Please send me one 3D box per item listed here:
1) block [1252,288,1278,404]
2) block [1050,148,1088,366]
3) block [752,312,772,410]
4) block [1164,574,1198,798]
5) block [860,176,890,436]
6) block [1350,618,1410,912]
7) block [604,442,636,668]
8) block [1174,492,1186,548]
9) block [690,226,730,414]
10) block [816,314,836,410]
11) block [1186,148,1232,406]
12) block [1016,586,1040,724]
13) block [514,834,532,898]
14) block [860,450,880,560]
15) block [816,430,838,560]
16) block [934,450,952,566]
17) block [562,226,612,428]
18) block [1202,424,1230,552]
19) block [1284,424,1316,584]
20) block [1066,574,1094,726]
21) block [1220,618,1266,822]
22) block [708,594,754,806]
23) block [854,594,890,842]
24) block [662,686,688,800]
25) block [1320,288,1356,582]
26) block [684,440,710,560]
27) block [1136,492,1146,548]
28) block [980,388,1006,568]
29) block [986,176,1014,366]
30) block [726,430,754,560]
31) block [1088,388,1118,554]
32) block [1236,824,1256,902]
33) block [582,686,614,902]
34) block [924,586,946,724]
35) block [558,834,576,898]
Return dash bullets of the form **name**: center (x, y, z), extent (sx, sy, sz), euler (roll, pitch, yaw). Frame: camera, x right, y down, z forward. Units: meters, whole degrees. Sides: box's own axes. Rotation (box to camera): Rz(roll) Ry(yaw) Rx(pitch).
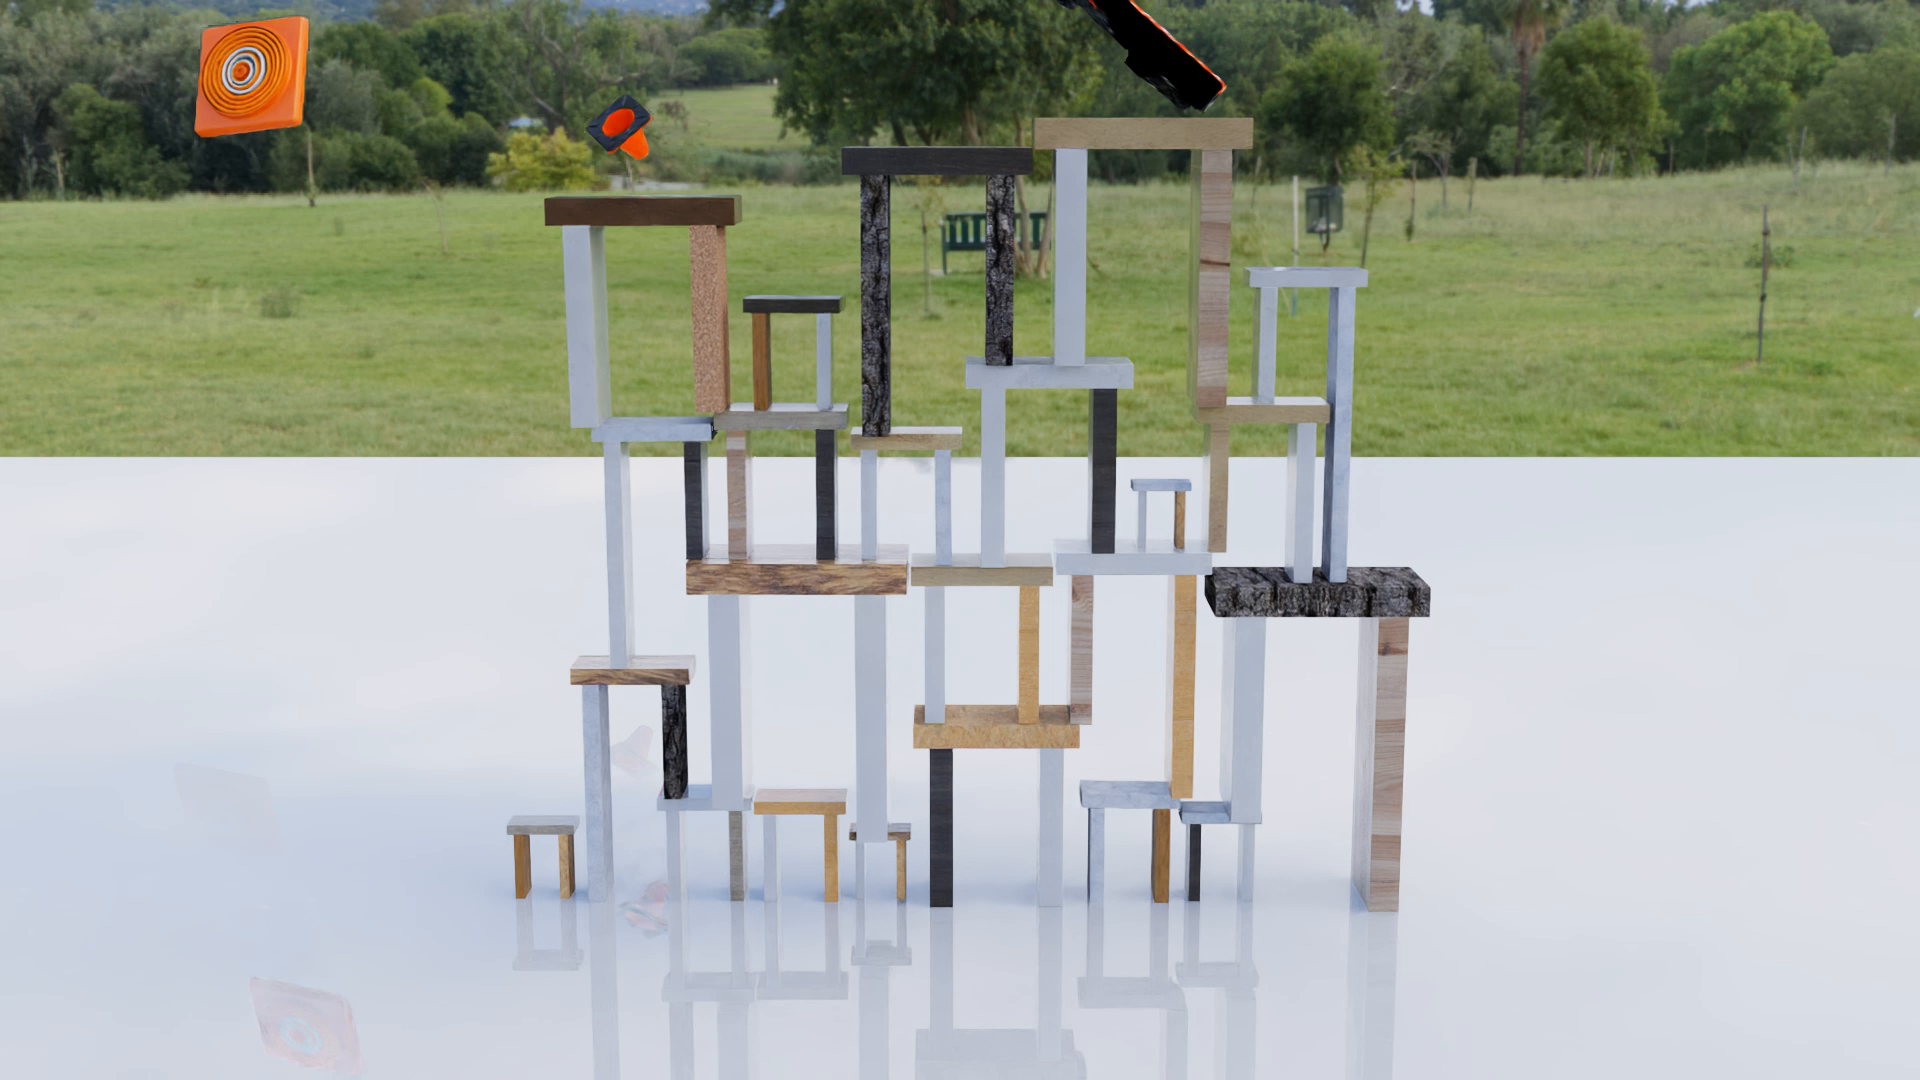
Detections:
- **block**: center (0.484, -0.313, 3.500), extent (0.026, 0.184, 0.092), euler (0, 11, 1)
- **block**: center (0.171, -0.450, 3.479), extent (0.047, 0.333, 0.167), euler (0, 11, 0)
- **block**: center (-0.316, -0.289, 3.512), extent (0.022, 0.153, 0.077), euler (0, 11, 0)
- **block**: center (0.361, 0.227, 3.603), extent (0.035, 0.371, 0.124), euler (0, 11, 0)
- **block**: center (-0.133, -0.375, 3.489), extent (0.042, 0.405, 0.147), euler (0, 11, 0)
- **block**: center (0.690, 0.349, 3.622), extent (0.048, 0.491, 0.170), euler (0, 11, 0)
- **block**: center (-0.552, 0.018, 3.565), extent (0.027, 0.370, 0.095), euler (0, 11, 0)
- **block**: center (0.355, -0.036, 3.555), extent (0.013, 0.094, 0.047), euler (0, 11, 0)
- **block**: center (-0.396, -0.356, 3.493), extent (0.041, 0.292, 0.146), euler (-1, 10, 0)
- **block**: center (-0.214, -0.288, 3.508), extent (0.022, 0.153, 0.077), euler (1, 10, 2)
- **block**: center (0.394, -0.418, 3.483), extent (0.047, 0.397, 0.166), euler (0, 11, 0)
- **block**: center (0.111, 0.176, 3.594), extent (0.032, 0.228, 0.114), euler (0, 11, 0)
- **block**: center (-0.728, 0.535, 3.662), extent (0.016, 0.111, 0.055), euler (0, 11, 0)
- **block**: center (-0.145, -0.064, 3.547), extent (0.025, 0.177, 0.089), euler (0, 11, 0)
- **block**: center (-0.214, -0.081, 3.549), extent (0.030, 0.210, 0.105), euler (0, 11, 0)
- **block**: center (-0.027, -0.059, 3.548), extent (0.025, 0.187, 0.089), euler (0, 11, 0)
- **block**: center (-0.591, -0.343, 3.492), extent (0.041, 0.314, 0.146), euler (-1, 11, 0)
- **block**: center (0.411, -0.091, 3.539), extent (0.029, 0.208, 0.104), euler (0, 11, 0)
- **block**: center (0.548, -0.067, 3.544), extent (0.029, 0.258, 0.104), euler (0, 11, 0)
- **block**: center (0.196, 0.166, 3.592), extent (0.035, 0.247, 0.124), euler (0, 11, 0)
- **block**: center (0.463, 0.275, 3.609), extent (0.048, 0.340, 0.170), euler (0, 10, 0)
- **block**: center (-0.376, 0.243, 3.610), extent (0.050, 0.350, 0.175), euler (0, 11, 0)
- **block**: center (-0.143, 0.273, 3.615), extent (0.050, 0.411, 0.175), euler (0, 11, 0)
- **block**: center (-0.470, 0.321, 3.625), extent (0.027, 0.193, 0.096), euler (0, 11, 0)
- **block**: center (0.606, -0.172, 3.526), extent (0.026, 0.471, 0.092), euler (0, 11, 0)
- **block**: center (-0.424, -0.070, 3.547), extent (0.027, 0.190, 0.095), euler (0, 11, 0)
- **block**: center (0.293, -0.036, 3.555), extent (0.013, 0.094, 0.047), euler (0, 11, 0)
- **block**: center (0.052, -0.109, 3.542), extent (0.037, 0.286, 0.132), euler (0, 11, 0)
- **block**: center (0.062, -0.430, 3.479), extent (0.042, 0.293, 0.147), euler (0, 11, 0)
- **block**: center (-0.354, -0.081, 3.548), extent (0.030, 0.210, 0.105), euler (0, 11, 1)
- **block**: center (0.228, -0.120, 3.540), extent (0.037, 0.264, 0.132), euler (0, 11, 0)
- **block**: center (0.475, 0.526, 3.653), extent (0.019, 0.132, 0.066), euler (0, 11, 0)
- **block**: center (-0.599, 0.408, 3.640), extent (0.027, 0.369, 0.096), euler (0, 11, 0)
- **block**: center (-0.041, 0.176, 3.594), extent (0.032, 0.228, 0.114), euler (0, 11, 0)
- **block**: center (-0.655, 0.535, 3.662), extent (0.016, 0.111, 0.055), euler (0, 11, 0)
